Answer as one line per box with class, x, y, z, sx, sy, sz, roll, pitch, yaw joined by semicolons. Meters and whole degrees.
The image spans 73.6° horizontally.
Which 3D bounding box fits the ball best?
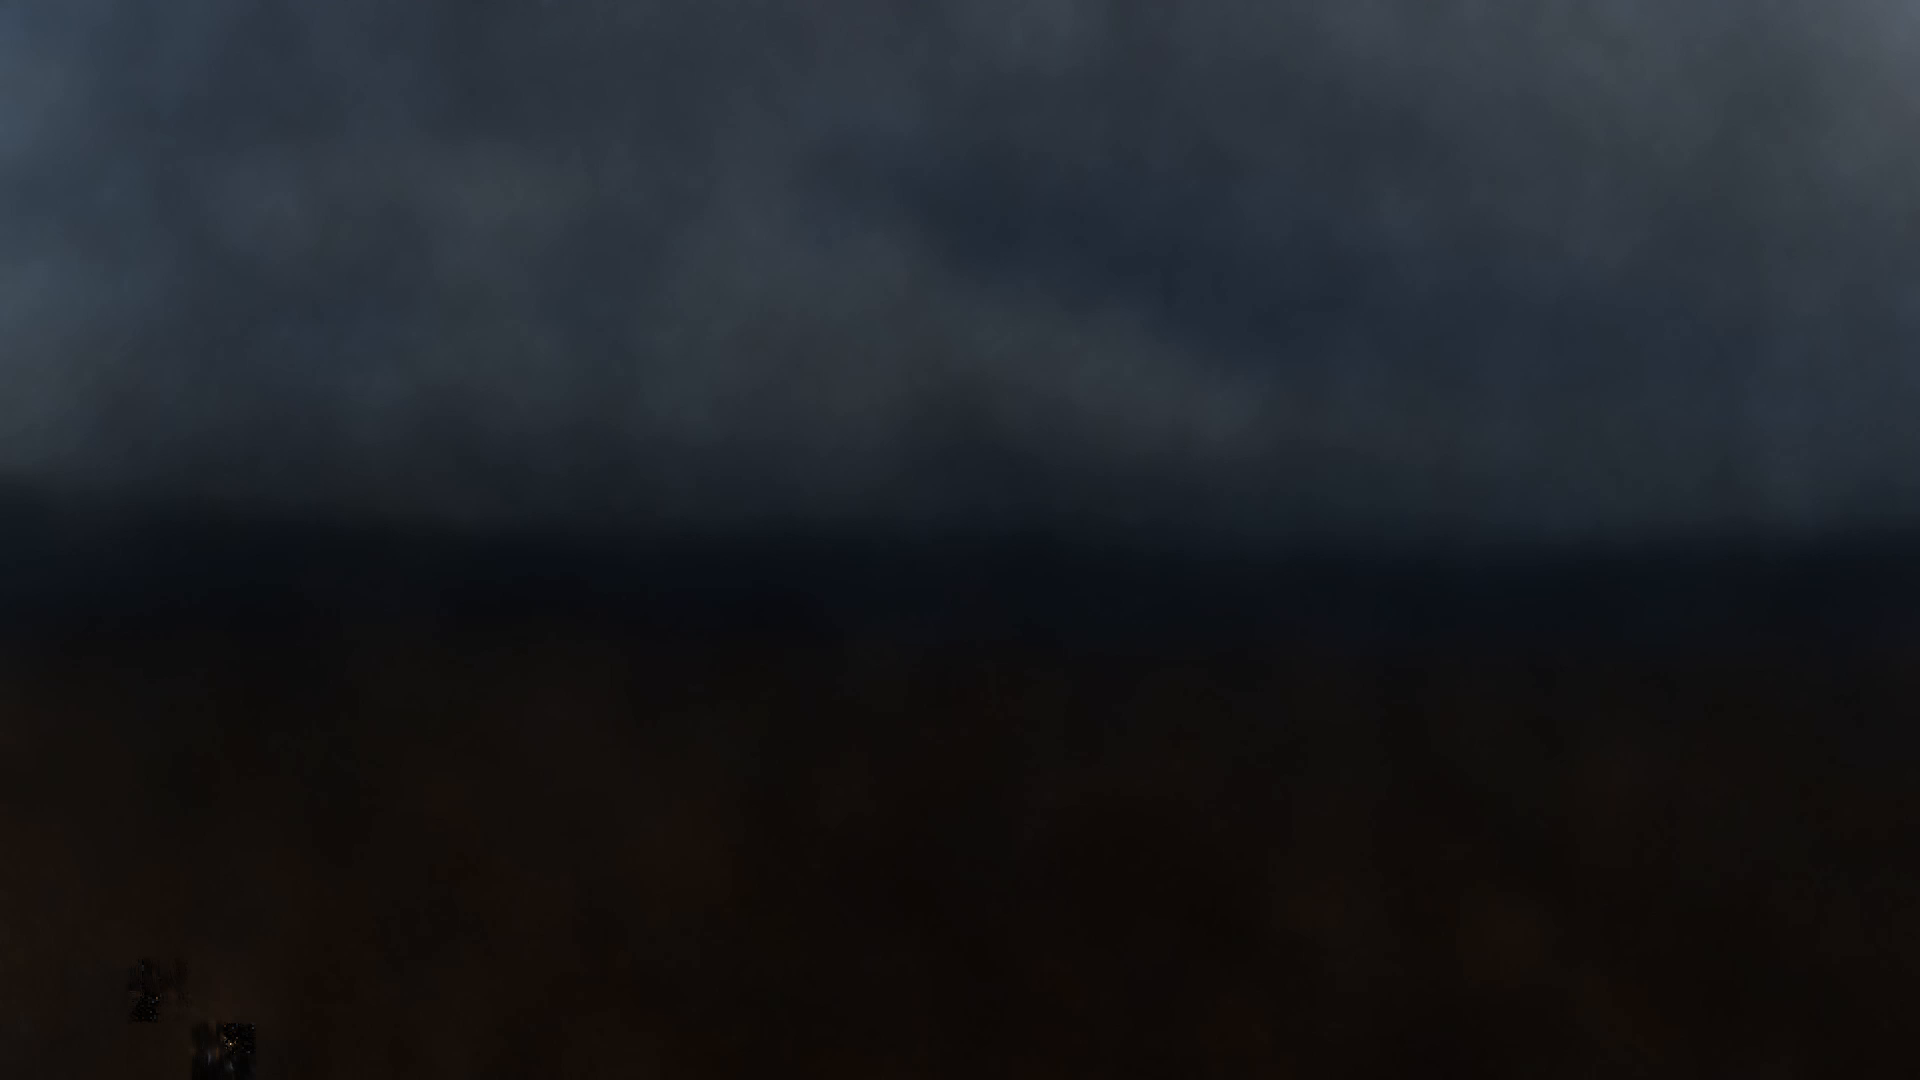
ball;0.003;-0.001;0.051;0.080;0.080;0.080;0;4;0
